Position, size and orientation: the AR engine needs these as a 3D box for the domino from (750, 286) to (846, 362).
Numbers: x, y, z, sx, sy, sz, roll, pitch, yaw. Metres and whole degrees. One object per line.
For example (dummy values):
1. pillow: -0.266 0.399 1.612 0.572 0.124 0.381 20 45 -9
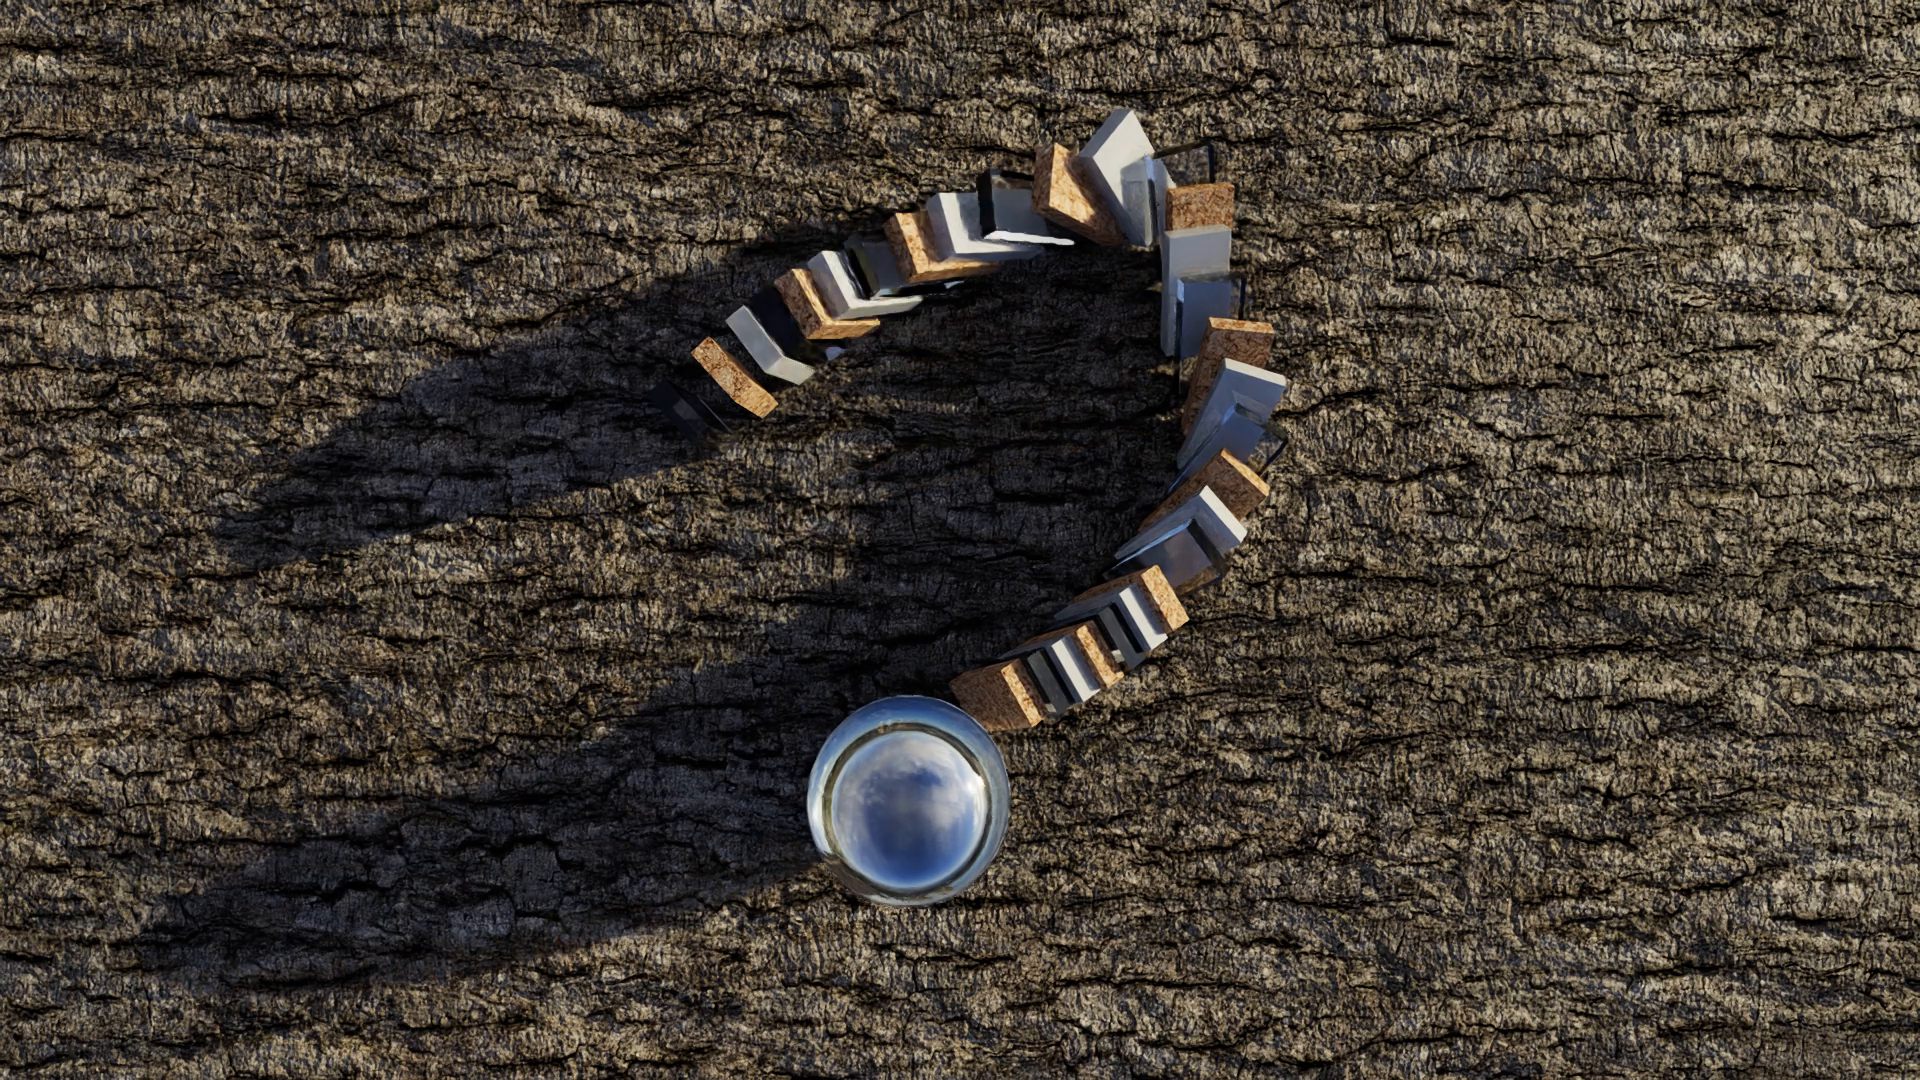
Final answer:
1. domino: -0.065 -0.088 0.375 0.009 0.050 0.025 -32 90 15

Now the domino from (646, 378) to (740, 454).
1. domino: -0.108 -0.050 0.375 0.010 0.050 0.025 -43 90 0

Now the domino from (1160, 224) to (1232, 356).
1. domino: 0.098 -0.103 0.381 0.025 0.010 0.050 -8 124 -2

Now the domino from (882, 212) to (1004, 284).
1. domino: -0.006 -0.123 0.380 0.050 0.010 0.025 -21 90 -40

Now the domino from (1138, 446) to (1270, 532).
1. domino: 0.101 -0.013 0.381 0.025 0.010 0.050 42 126 0

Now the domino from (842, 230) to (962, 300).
1. domino: -0.023 -0.115 0.379 0.010 0.050 0.025 -23 90 44

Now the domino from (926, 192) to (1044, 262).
1. domino: 0.011 -0.130 0.381 0.050 0.009 0.025 -15 90 -37

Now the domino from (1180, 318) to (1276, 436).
1. domino: 0.110 -0.066 0.381 0.025 0.009 0.050 6 129 0

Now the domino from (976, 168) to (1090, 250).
1. domino: 0.031 -0.137 0.382 0.050 0.010 0.025 -6 90 -34

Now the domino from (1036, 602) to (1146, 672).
1. domino: 0.053 0.043 0.376 0.010 0.050 0.025 -30 90 -29

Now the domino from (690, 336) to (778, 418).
1. domino: -0.091 -0.065 0.375 0.010 0.050 0.025 -42 90 0

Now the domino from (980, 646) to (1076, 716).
1. domino: 0.025 0.060 0.376 0.010 0.050 0.025 -30 90 -29

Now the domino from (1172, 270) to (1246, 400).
1. domino: 0.103 -0.085 0.382 0.025 0.010 0.050 -6 124 0

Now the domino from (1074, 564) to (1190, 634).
1. domino: 0.069 0.028 0.376 0.009 0.050 0.025 -31 90 -29

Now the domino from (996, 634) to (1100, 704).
1. domino: 0.035 0.055 0.376 0.009 0.050 0.025 -30 90 -29

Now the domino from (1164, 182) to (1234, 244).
1. domino: 0.099 -0.121 0.382 0.025 0.009 0.050 -8 124 -2

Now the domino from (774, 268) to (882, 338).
1. domino: -0.053 -0.096 0.375 0.009 0.050 0.025 -29 90 25

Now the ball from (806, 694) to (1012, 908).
1. ball: -0.020 0.101 0.360 0.080 0.080 0.080 0 90 0

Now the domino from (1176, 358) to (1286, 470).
1. domino: 0.112 -0.048 0.381 0.025 0.009 0.050 17 128 -1

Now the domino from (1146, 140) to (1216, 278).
1. domino: 0.093 -0.137 0.382 0.025 0.009 0.050 -14 124 0

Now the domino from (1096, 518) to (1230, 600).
1. domino: 0.083 0.014 0.379 0.050 0.010 0.025 -34 95 42

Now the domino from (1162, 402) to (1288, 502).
1. domino: 0.110 -0.030 0.381 0.025 0.010 0.050 31 127 -2

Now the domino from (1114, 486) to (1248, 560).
1. domino: 0.091 0.002 0.380 0.025 0.010 0.050 49 132 0

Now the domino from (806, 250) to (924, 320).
1. domino: -0.038 -0.106 0.377 0.009 0.050 0.025 -27 90 38

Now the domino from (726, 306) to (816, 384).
1. domino: -0.076 -0.079 0.375 0.009 0.050 0.025 -37 90 7

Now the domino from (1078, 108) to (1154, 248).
1. domino: 0.071 -0.149 0.379 0.025 0.010 0.050 -51 132 -3

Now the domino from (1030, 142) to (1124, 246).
1. domino: 0.050 -0.142 0.379 0.010 0.050 0.025 5 90 45

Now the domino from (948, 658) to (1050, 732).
1. domino: 0.015 0.065 0.376 0.009 0.050 0.025 -29 90 -29

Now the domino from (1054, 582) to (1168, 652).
1. domino: 0.061 0.035 0.376 0.009 0.050 0.025 -30 90 -29

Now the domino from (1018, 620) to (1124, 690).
1. domino: 0.044 0.050 0.376 0.009 0.050 0.025 -30 90 -29
